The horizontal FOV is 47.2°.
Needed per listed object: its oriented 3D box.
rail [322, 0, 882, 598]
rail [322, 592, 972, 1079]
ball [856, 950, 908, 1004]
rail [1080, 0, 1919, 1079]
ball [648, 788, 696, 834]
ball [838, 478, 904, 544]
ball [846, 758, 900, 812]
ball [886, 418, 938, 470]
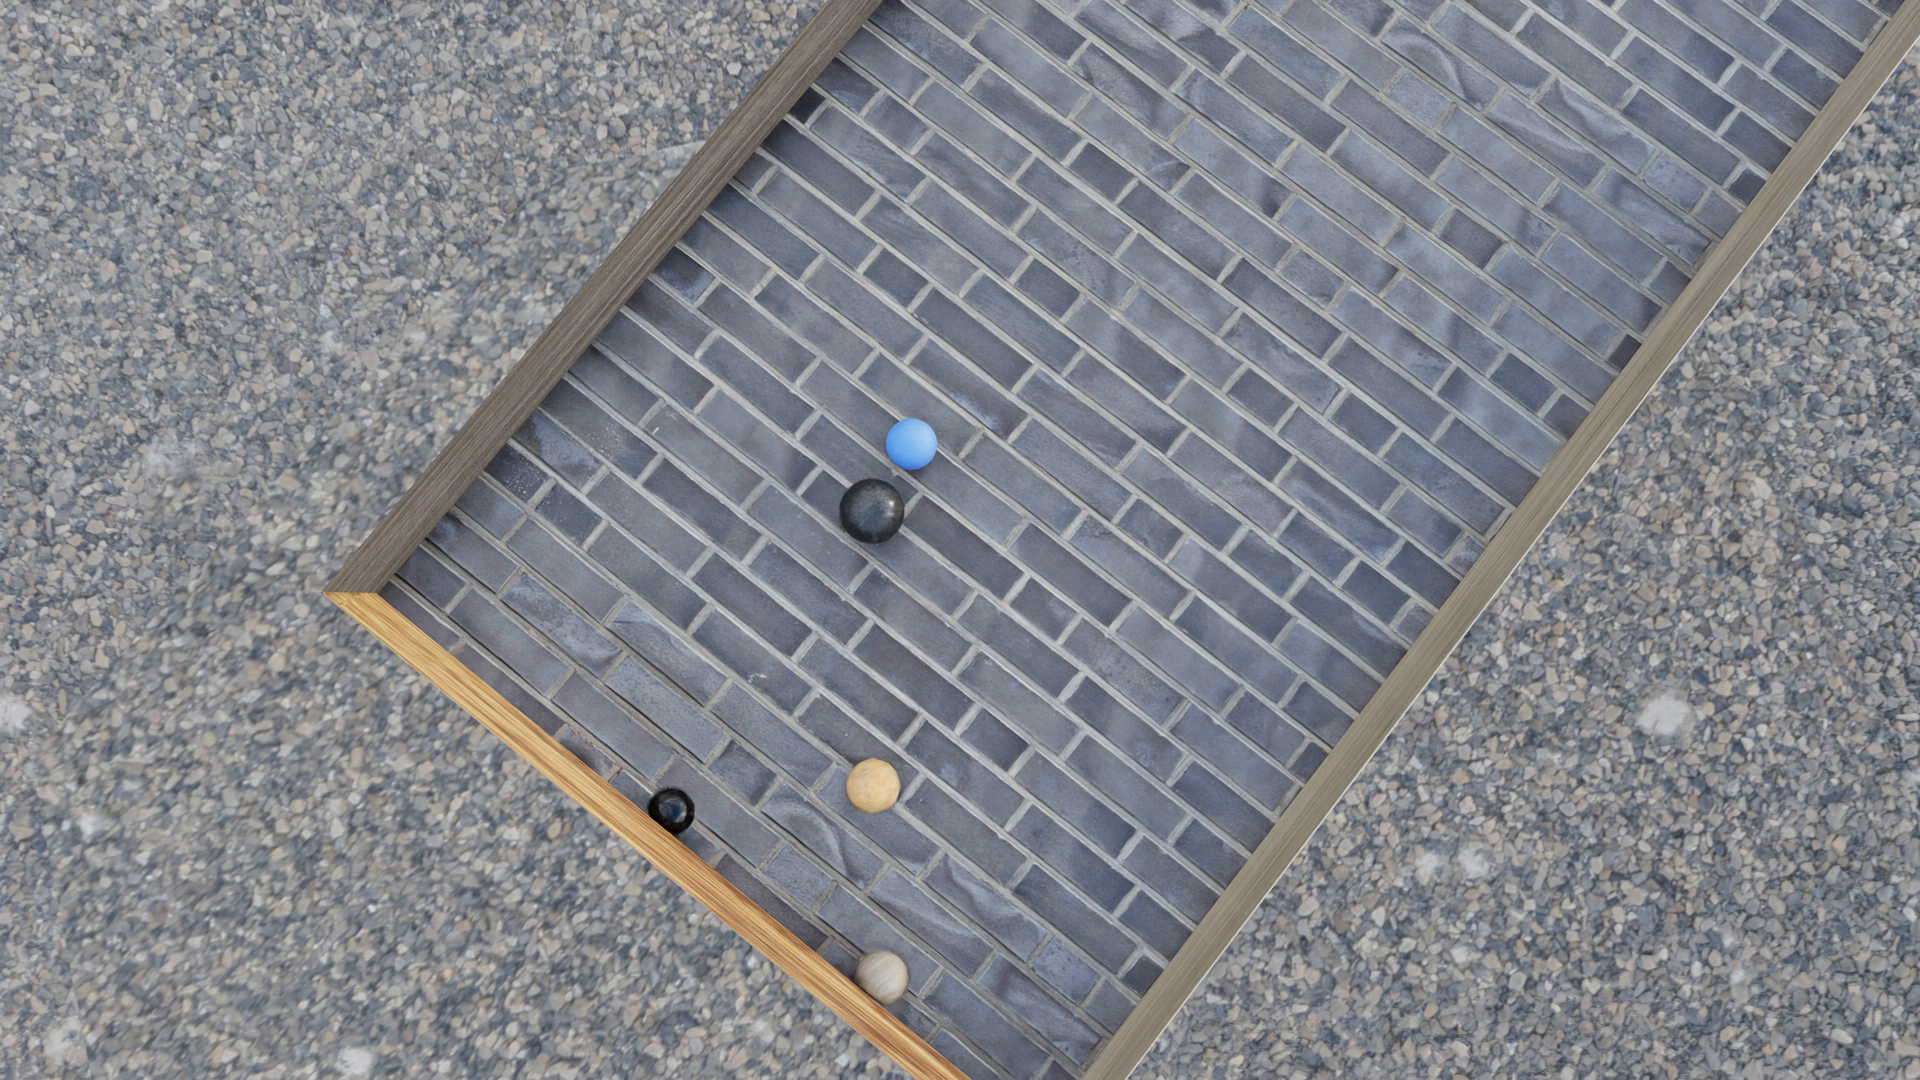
[{"bbox_3d":[-0.099,-0.897,3.417,0.045,0.128,2.591,38,82,6],"label":"rail"},{"bbox_3d":[-0.388,0.476,3.170,1.332,0.128,0.045,38,82,6],"label":"rail"},{"bbox_3d":[-0.113,0.630,3.169,0.076,0.076,0.076,0,80,0],"label":"ball"},{"bbox_3d":[0.906,-0.110,3.275,0.045,0.128,2.591,38,82,6],"label":"rail"},{"bbox_3d":[-0.422,0.397,3.215,0.069,0.069,0.069,0,80,0],"label":"ball"},{"bbox_3d":[-0.132,-0.043,3.279,0.098,0.098,0.098,0,80,0],"label":"ball"},{"bbox_3d":[-0.127,0.359,3.217,0.079,0.079,0.079,0,80,0],"label":"ball"},{"bbox_3d":[-0.073,-0.144,3.308,0.078,0.078,0.078,0,80,0],"label":"ball"}]
